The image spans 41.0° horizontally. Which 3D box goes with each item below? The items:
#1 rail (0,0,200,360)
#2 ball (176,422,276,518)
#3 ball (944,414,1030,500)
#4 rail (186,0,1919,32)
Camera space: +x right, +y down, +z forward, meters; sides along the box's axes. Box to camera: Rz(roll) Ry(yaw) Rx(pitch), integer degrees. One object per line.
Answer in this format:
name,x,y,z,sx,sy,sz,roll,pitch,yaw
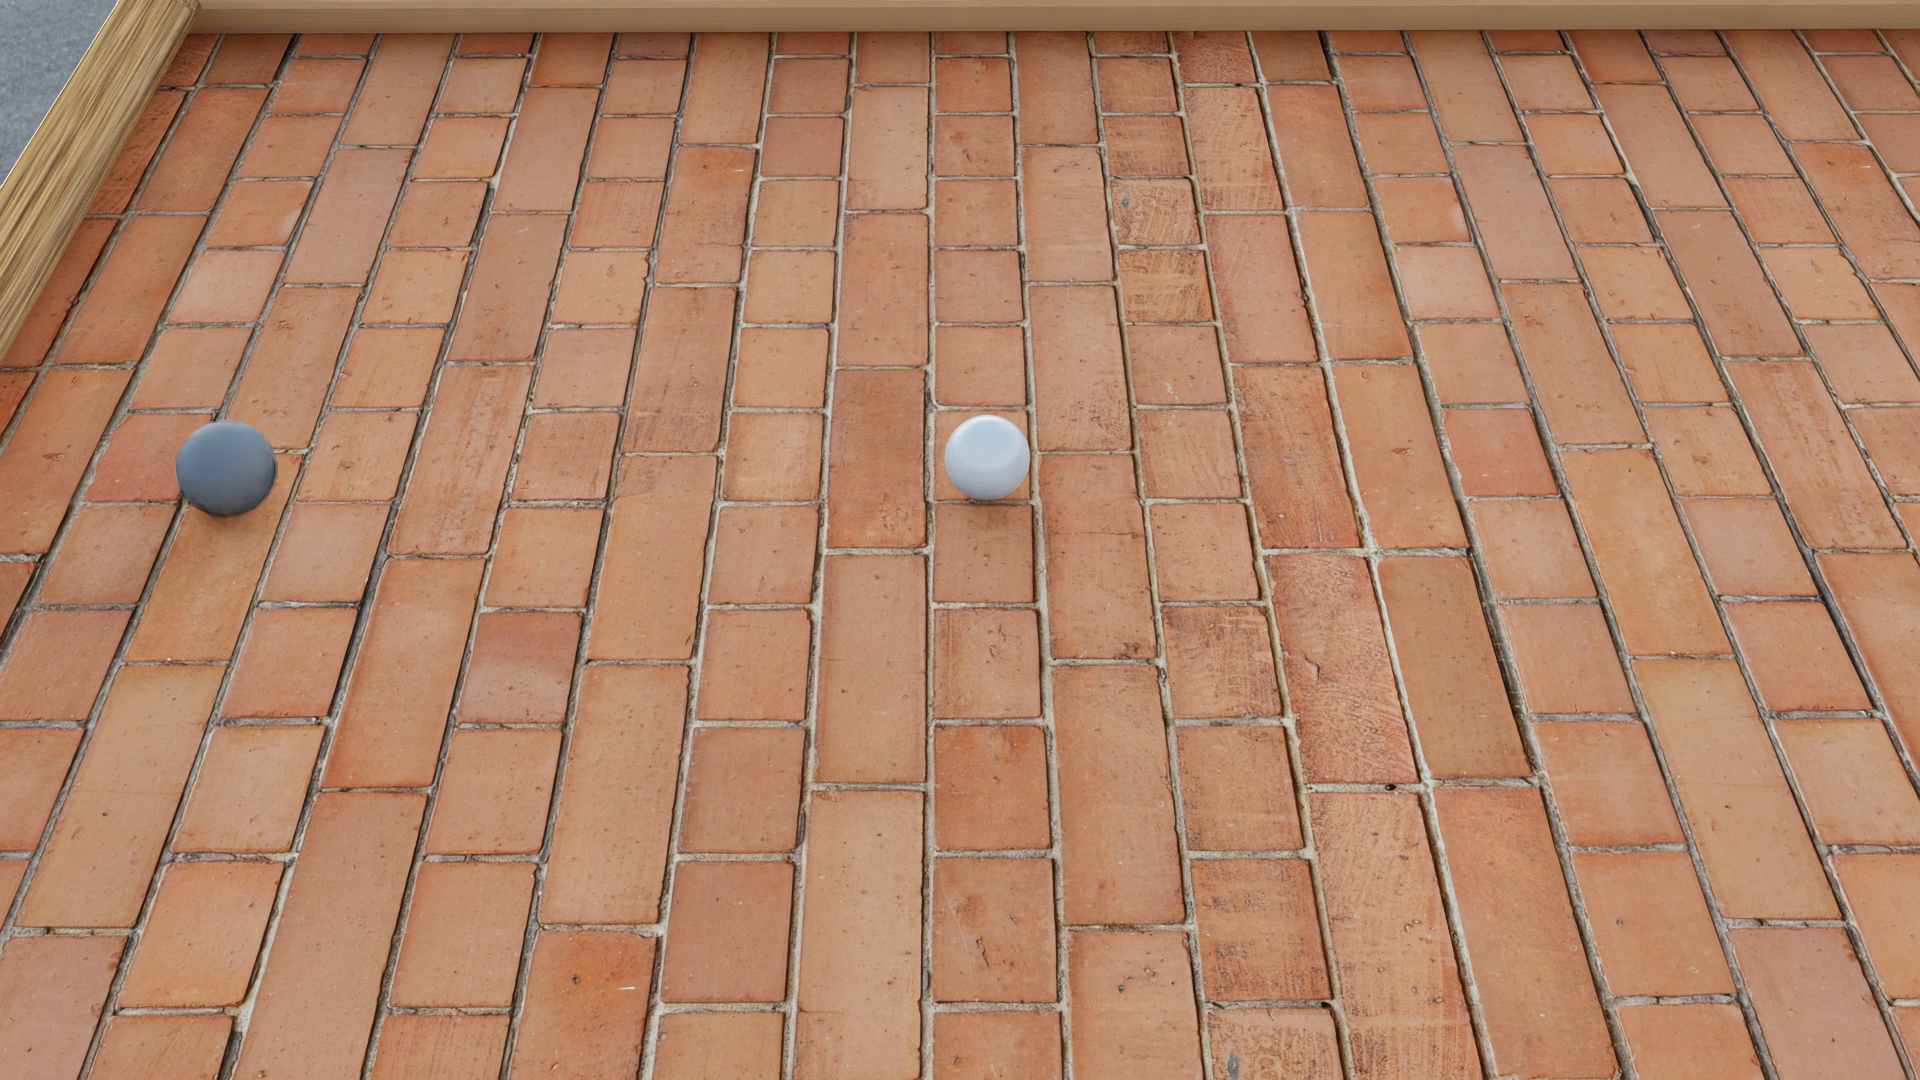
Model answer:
rail,-0.739,-0.009,1.743,0.045,0.095,1.809,0,36,0
ball,-0.522,-0.050,1.825,0.068,0.068,0.068,0,36,0
ball,0.020,-0.059,1.843,0.062,0.062,0.062,0,36,0
rail,0.756,-0.527,2.468,3.050,0.095,0.045,0,36,0
